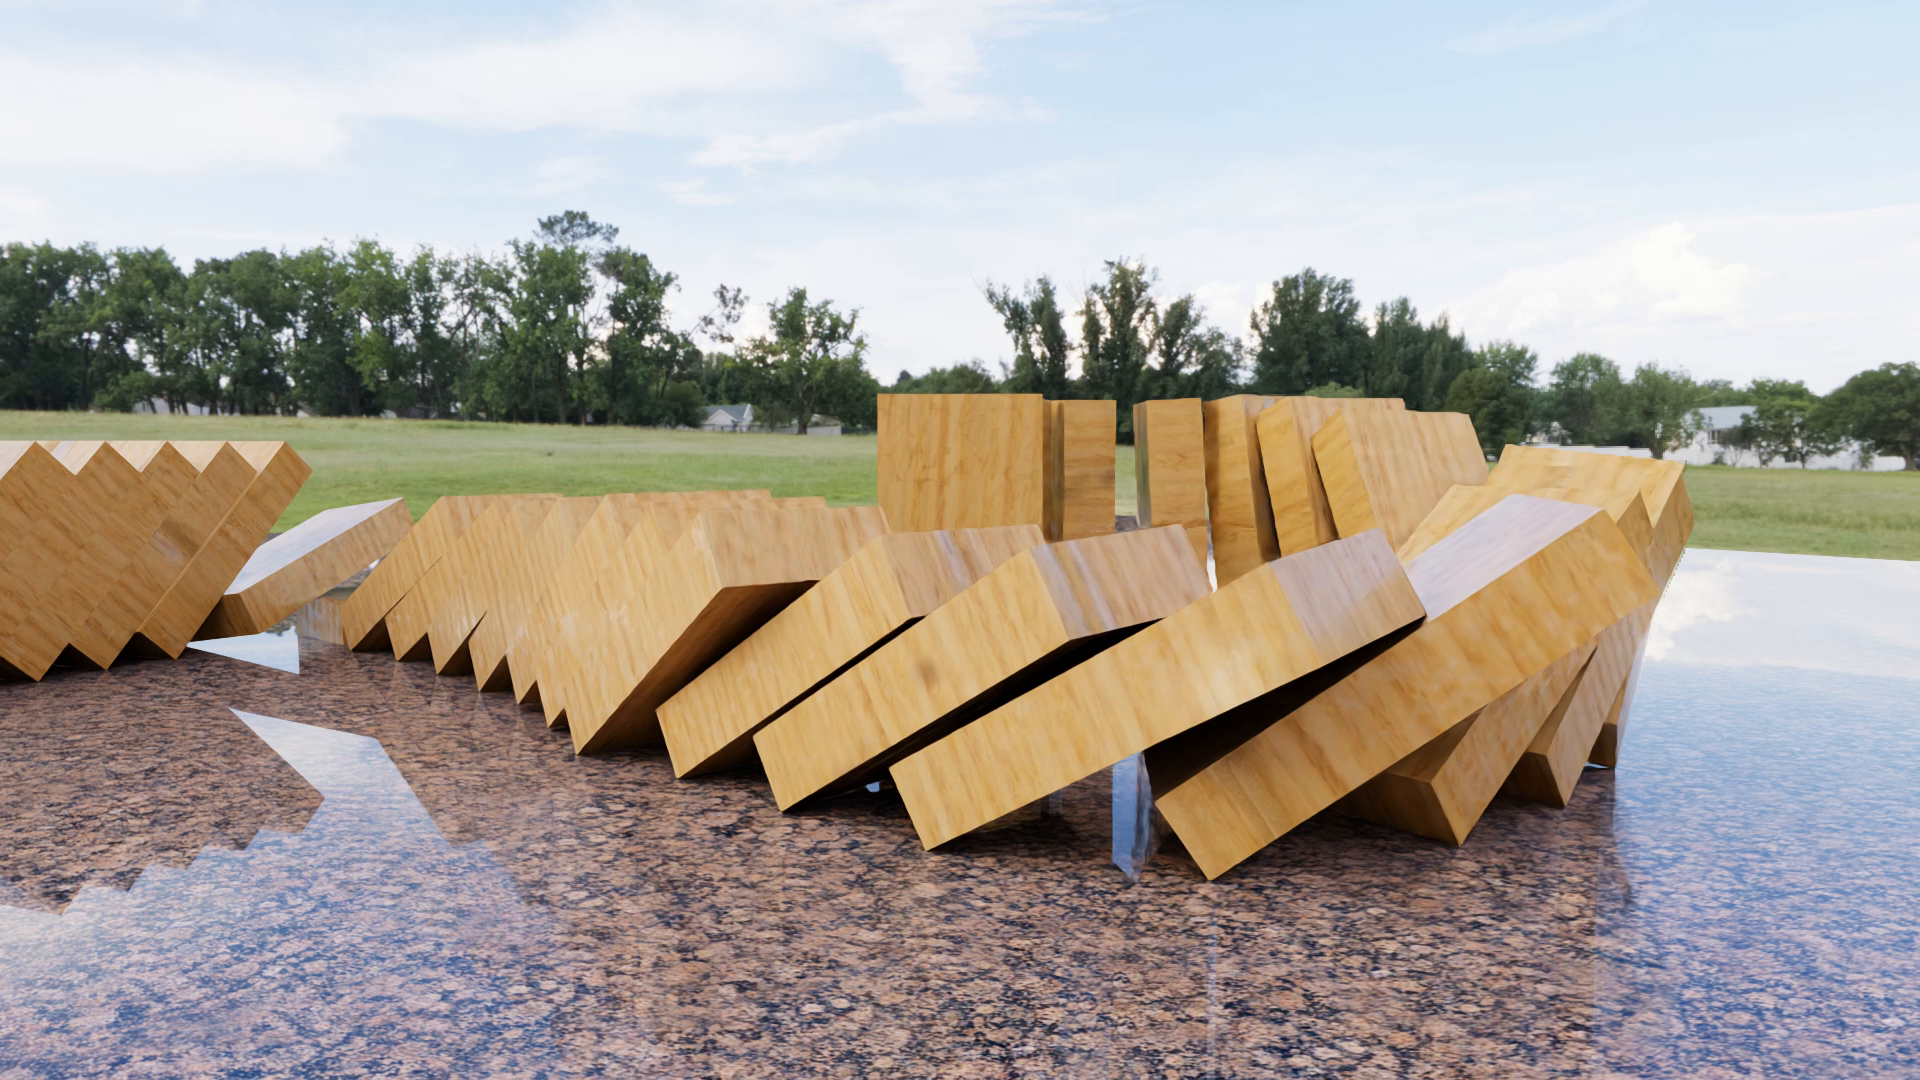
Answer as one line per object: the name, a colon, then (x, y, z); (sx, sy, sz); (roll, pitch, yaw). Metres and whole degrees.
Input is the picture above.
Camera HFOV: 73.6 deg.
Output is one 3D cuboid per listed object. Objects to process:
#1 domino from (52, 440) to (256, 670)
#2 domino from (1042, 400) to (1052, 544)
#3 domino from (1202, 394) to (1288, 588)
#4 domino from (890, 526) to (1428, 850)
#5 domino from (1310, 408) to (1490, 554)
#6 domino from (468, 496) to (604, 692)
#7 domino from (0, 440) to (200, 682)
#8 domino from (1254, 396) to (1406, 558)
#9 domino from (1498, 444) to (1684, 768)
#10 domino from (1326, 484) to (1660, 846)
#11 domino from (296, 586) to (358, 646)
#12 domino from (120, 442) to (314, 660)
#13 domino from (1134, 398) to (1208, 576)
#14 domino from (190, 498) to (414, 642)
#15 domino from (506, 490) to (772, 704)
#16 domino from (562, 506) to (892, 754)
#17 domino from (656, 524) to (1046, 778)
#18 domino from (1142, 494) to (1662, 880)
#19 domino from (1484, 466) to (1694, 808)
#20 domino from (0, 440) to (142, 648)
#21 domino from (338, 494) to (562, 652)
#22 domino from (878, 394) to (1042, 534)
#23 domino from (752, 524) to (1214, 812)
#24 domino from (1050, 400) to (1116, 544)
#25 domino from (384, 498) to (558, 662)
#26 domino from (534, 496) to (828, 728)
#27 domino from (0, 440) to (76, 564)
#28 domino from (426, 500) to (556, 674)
domino: (-0.167, 0.002, 0.257); (0.025, 0.050, 0.010); (2, -38, 22)
domino: (0.002, 0.001, 0.222); (0.025, 0.050, 0.009); (2, 5, 19)
domino: (0.057, 0.000, 0.232); (0.025, 0.050, 0.009); (-3, -4, -42)
domino: (0.019, 0.016, 0.130); (0.050, 0.009, 0.025); (-34, -14, 37)
domino: (0.075, 0.003, 0.203); (0.025, 0.050, 0.010); (0, -28, -18)
domino: (-0.061, 0.009, 0.212); (0.025, 0.010, 0.050); (-3, -27, -39)
domino: (-0.172, 0.003, 0.245); (0.025, 0.050, 0.009); (1, -39, 20)
domino: (0.068, 0.001, 0.219); (0.025, 0.050, 0.009); (-2, -14, -24)
domino: (0.086, 0.007, 0.185); (0.025, 0.010, 0.050); (10, 50, 33)
domino: (0.060, 0.012, 0.155); (0.050, 0.009, 0.025); (-43, 26, -25)
domino: (-0.123, 0.016, 0.298); (0.025, 0.009, 0.050); (4, 6, 42)
domino: (-0.161, 0.001, 0.268); (0.025, 0.050, 0.009); (2, -38, 21)
domino: (0.039, 0.000, 0.237); (0.009, 0.050, 0.025); (-3, 4, 3)
domino: (-0.149, 0.006, 0.288); (0.025, 0.010, 0.050); (-7, 22, 22)
domino: (-0.049, 0.009, 0.197); (0.025, 0.010, 0.050); (-4, -27, -38)
domino: (-0.031, 0.013, 0.168); (0.025, 0.009, 0.050); (-3, -27, -39)
domino: (-0.013, 0.014, 0.157); (0.025, 0.009, 0.050); (-4, -24, -45)
domino: (0.043, 0.014, 0.134); (0.050, 0.009, 0.025); (-35, 1, 7)
domino: (0.075, 0.010, 0.169); (0.025, 0.010, 0.050); (5, 46, 47)
domino: (-0.176, 0.004, 0.232); (0.025, 0.050, 0.009); (2, -38, 20)
domino: (-0.102, 0.007, 0.258); (0.050, 0.010, 0.025); (-34, -19, 37)
domino: (0.000, 0.002, 0.201); (0.025, 0.050, 0.010); (0, 4, 0)
domino: (0.001, 0.015, 0.142); (0.025, 0.010, 0.050); (-8, -21, -46)
domino: (0.019, 0.000, 0.234); (0.009, 0.050, 0.025); (-1, 4, -16)
domino: (-0.087, 0.008, 0.246); (0.025, 0.010, 0.050); (-5, -23, -49)
domino: (-0.040, 0.011, 0.182); (0.025, 0.009, 0.050); (-4, -27, -38)
domino: (-0.180, 0.005, 0.220); (0.025, 0.050, 0.009); (2, -38, 20)
domino: (-0.074, 0.009, 0.229); (0.025, 0.009, 0.050); (-4, -24, -41)
